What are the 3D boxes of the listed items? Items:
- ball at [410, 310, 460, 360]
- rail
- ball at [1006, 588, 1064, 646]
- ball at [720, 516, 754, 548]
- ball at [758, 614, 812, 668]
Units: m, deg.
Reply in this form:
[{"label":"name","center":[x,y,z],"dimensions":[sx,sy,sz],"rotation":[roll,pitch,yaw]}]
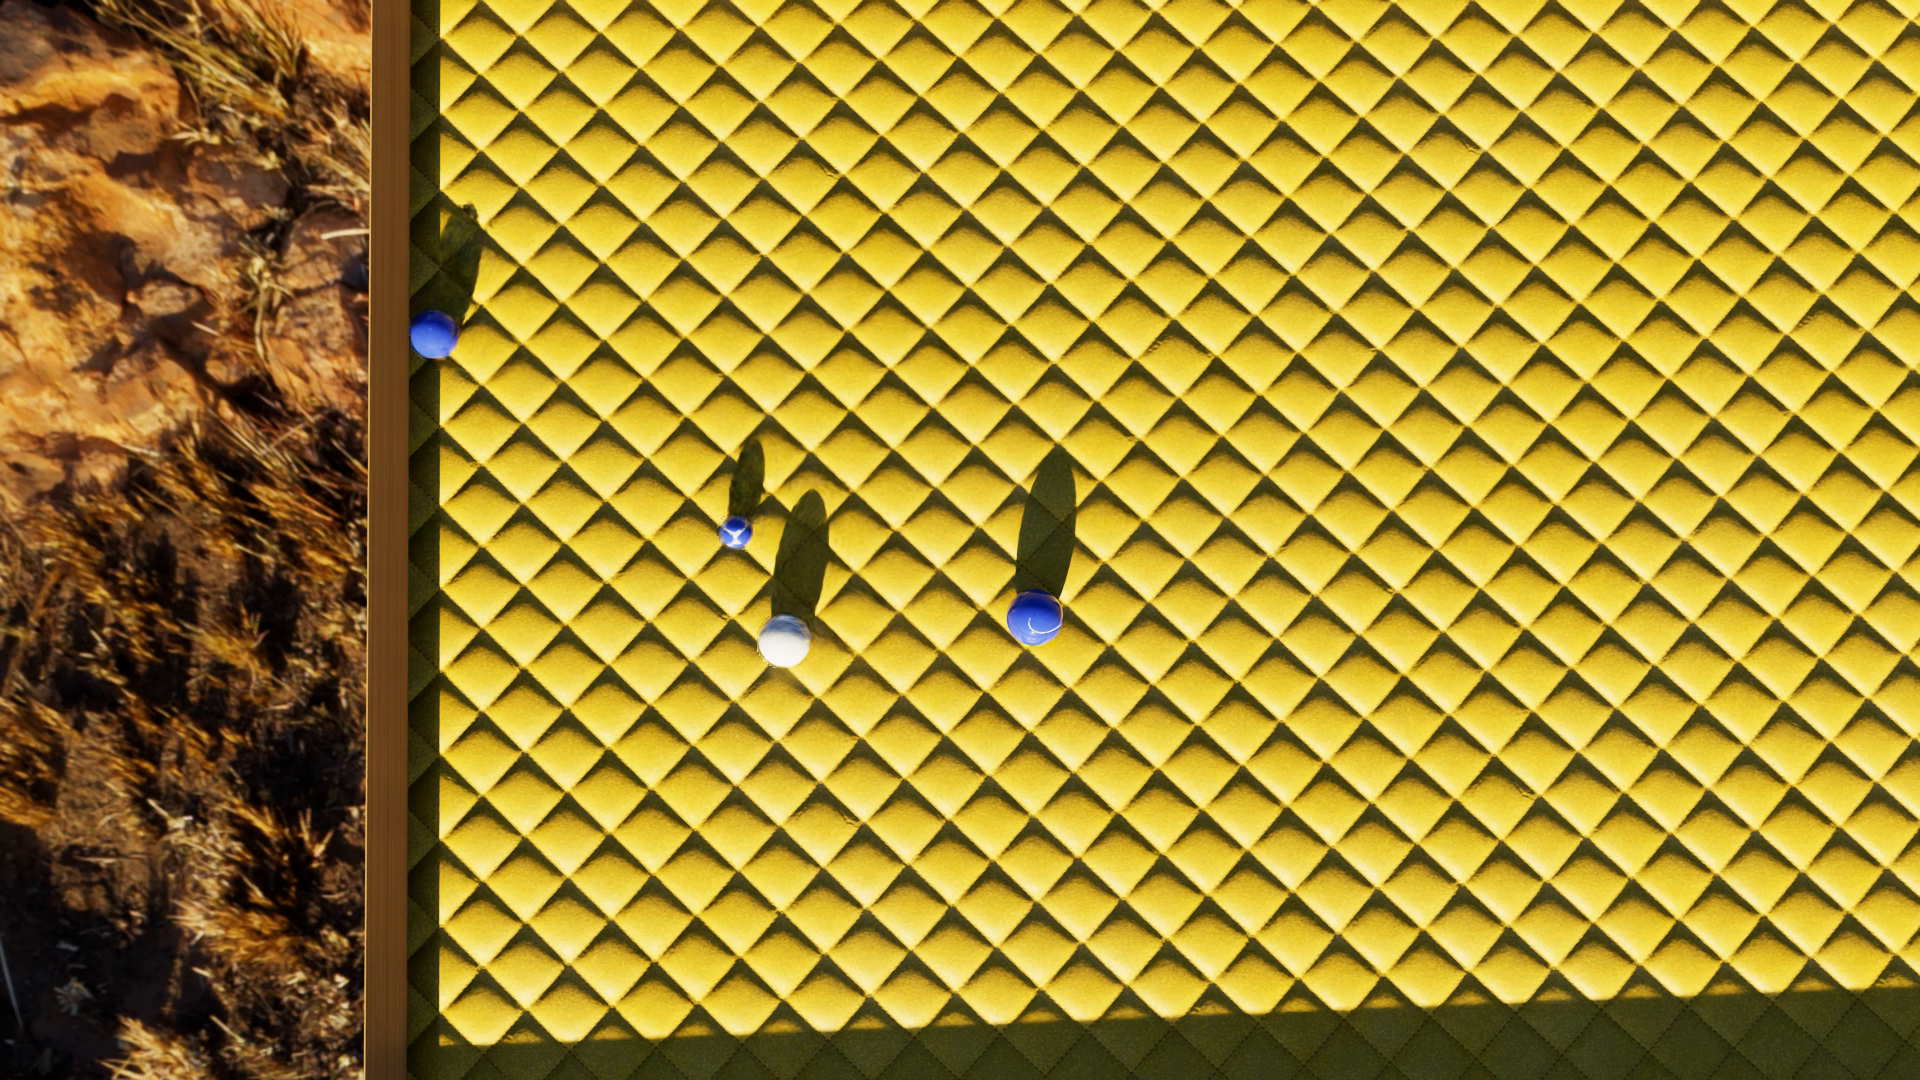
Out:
[{"label":"ball","center":[-0.797,-0.311,3.335],"dimensions":[0.074,0.074,0.074],"rotation":[0,80,0]},{"label":"rail","center":[-0.840,0.029,3.256],"dimensions":[0.045,0.110,2.073],"rotation":[-2,80,0]},{"label":"ball","center":[0.111,0.115,3.255],"dimensions":[0.085,0.085,0.085],"rotation":[0,80,0]},{"label":"ball","center":[-0.335,-0.012,3.295],"dimensions":[0.050,0.050,0.050],"rotation":[0,80,0]},{"label":"ball","center":[-0.259,0.149,3.253],"dimensions":[0.078,0.078,0.078],"rotation":[0,80,0]}]
